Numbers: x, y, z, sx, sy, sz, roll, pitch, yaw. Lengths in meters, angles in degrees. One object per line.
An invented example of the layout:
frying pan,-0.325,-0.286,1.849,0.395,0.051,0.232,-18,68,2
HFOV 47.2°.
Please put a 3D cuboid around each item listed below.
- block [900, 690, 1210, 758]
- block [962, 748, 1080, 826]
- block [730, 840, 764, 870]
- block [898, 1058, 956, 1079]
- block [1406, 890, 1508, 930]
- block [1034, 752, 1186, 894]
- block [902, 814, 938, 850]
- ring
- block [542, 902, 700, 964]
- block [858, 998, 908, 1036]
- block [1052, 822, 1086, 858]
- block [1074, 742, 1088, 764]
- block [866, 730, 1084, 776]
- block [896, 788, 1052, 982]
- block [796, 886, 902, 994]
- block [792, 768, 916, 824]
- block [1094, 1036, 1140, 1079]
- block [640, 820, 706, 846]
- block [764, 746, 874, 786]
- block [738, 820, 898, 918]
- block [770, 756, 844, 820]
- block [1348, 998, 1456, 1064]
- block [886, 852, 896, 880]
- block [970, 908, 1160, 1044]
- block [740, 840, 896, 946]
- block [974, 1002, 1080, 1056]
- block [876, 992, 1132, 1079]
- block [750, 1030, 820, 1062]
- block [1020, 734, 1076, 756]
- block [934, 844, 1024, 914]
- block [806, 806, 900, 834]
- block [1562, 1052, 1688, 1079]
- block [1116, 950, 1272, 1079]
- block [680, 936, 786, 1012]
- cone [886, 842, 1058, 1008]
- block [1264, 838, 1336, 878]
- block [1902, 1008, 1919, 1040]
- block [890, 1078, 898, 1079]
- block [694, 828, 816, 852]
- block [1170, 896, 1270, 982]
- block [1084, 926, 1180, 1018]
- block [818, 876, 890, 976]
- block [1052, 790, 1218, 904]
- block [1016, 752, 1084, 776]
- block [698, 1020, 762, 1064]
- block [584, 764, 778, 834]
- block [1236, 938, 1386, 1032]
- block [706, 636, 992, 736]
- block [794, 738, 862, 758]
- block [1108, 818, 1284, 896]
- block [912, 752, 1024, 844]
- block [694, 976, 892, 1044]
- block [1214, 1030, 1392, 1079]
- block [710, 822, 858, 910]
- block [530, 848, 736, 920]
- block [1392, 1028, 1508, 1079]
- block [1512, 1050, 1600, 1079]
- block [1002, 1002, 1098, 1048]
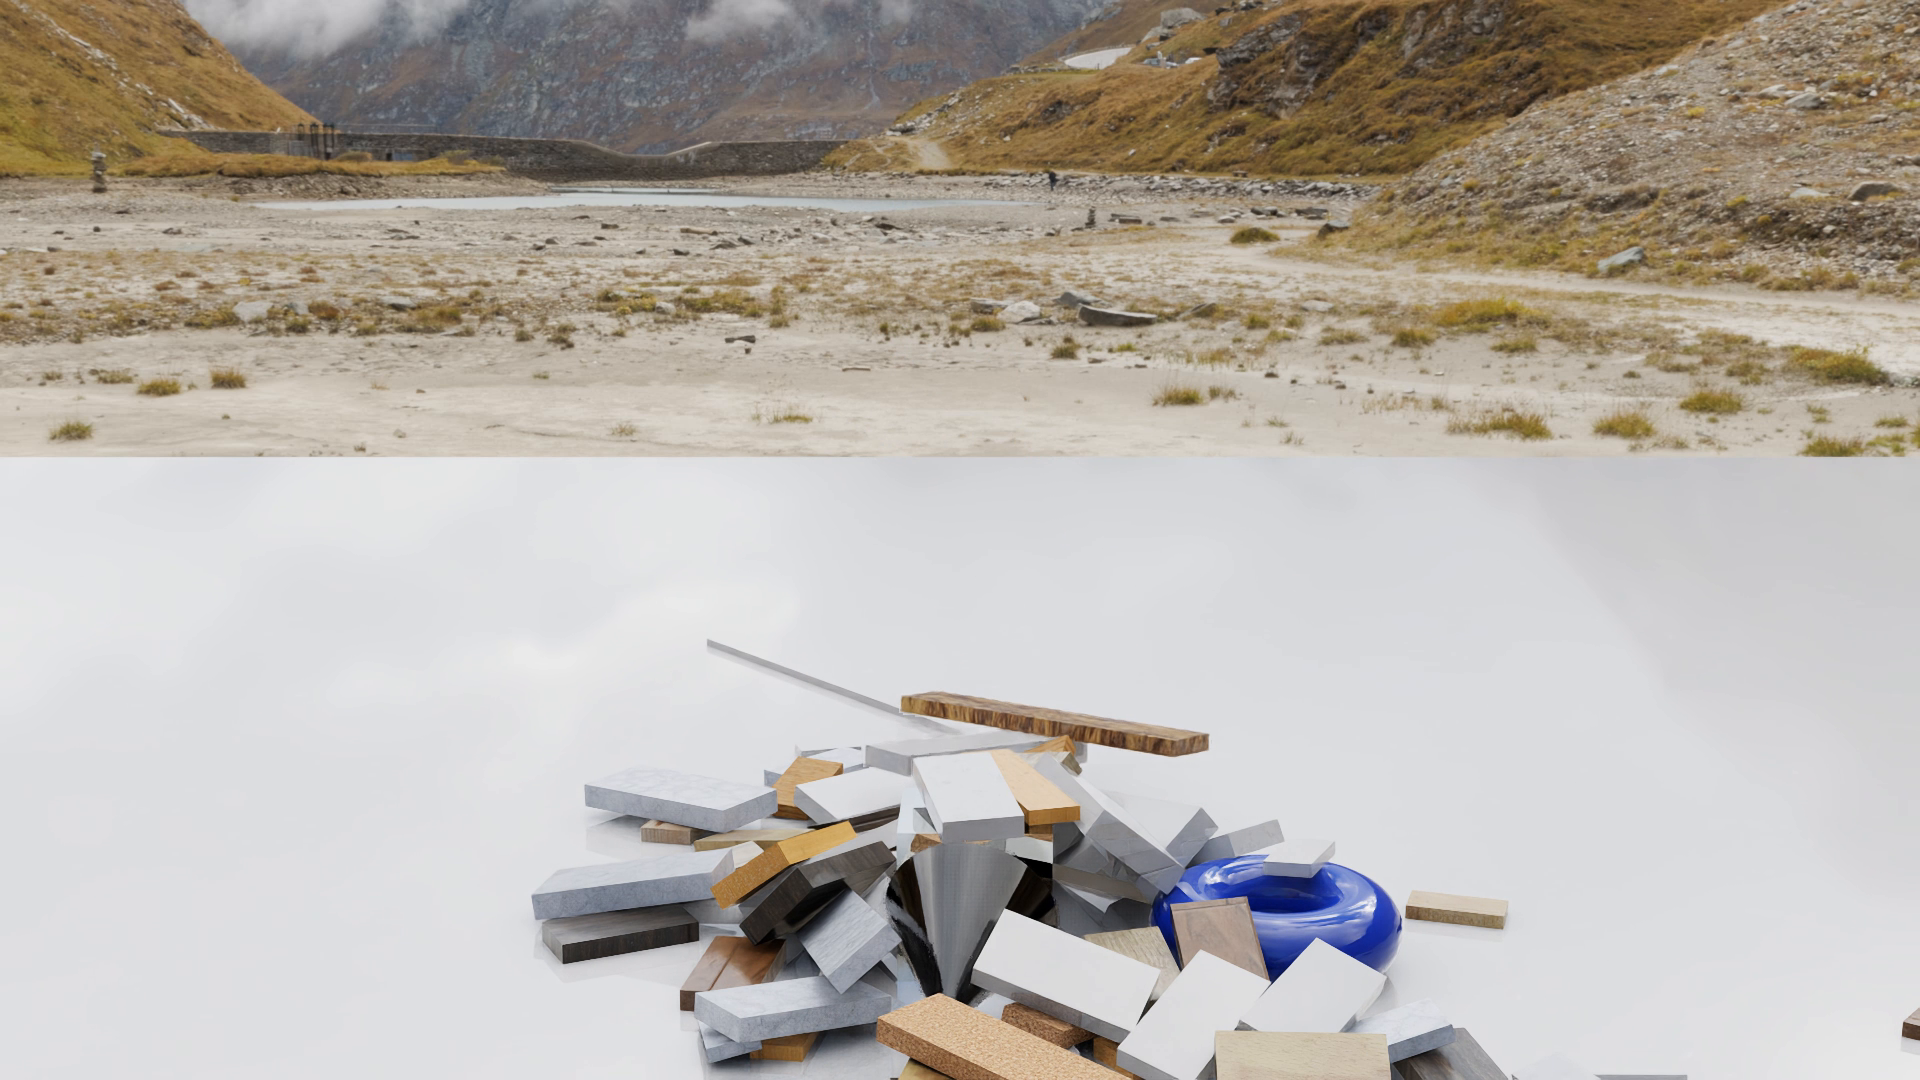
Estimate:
block,0.170,0.350,4.224,0.672,0.031,0.110,5,6,41
block,0.091,0.385,3.448,0.081,0.023,0.327,-3,11,-18
block,-0.423,0.558,3.681,0.200,0.027,0.097,-14,15,-22
block,-0.054,0.743,2.639,0.122,0.035,0.521,1,12,12
block,0.805,0.599,3.563,0.155,0.022,0.077,4,11,19
block,0.227,0.441,3.461,0.167,0.047,0.335,38,0,-16
block,-0.031,0.495,3.898,0.131,0.037,0.263,-32,2,17
ring,0.479,0.586,3.348,0.384,0.128,0.384,-1,11,0
block,-0.533,0.614,3.452,0.220,0.031,0.110,-5,12,-26
block,-0.121,0.676,3.149,0.074,0.021,0.148,-8,13,-36
block,0.129,0.477,3.823,0.167,0.047,0.335,-35,12,10
block,0.111,0.418,4.255,0.136,0.039,0.273,5,6,40
block,0.031,0.392,4.097,0.414,0.037,0.131,-2,6,-37
block,0.024,0.526,3.381,0.231,0.231,0.231,0,11,1
block,-0.168,0.579,3.212,0.110,0.031,0.442,-40,5,-9
block,-0.164,0.477,4.083,0.263,0.037,0.131,-9,29,-40
block,0.287,0.696,3.028,0.185,0.026,0.093,-6,12,-31
block,-0.504,0.513,4.014,0.093,0.026,0.185,3,11,14
block,-0.266,0.453,4.320,0.110,0.031,0.221,9,14,41
block,-0.208,0.540,3.616,0.140,0.040,0.334,-39,-13,32
block,-0.297,0.467,4.146,0.093,0.026,0.185,7,23,18
block,0.567,0.678,2.981,0.185,0.026,0.093,-17,12,-4
block,-0.061,0.541,3.576,0.023,0.081,0.163,-45,16,-33
block,0.146,0.602,3.030,0.234,0.033,0.117,20,42,13
block,-0.218,0.548,3.430,0.040,0.140,0.280,50,19,16
block,0.088,0.691,3.049,0.096,0.027,0.193,-3,11,-16
block,0.351,0.744,2.550,1.157,0.033,0.117,14,17,41
block,-0.239,0.689,3.081,0.074,0.021,0.148,2,11,10
block,0.129,0.423,3.771,0.110,0.031,0.221,-25,20,22
block,0.030,0.552,3.609,0.081,0.023,0.163,-15,18,38
block,-0.162,0.495,3.873,0.194,0.027,0.097,-8,-7,-38
block,0.889,0.712,2.953,0.151,0.021,0.076,0,11,0
block,0.318,0.654,2.976,0.112,0.032,0.223,21,39,28
block,-0.336,0.647,3.278,0.110,0.031,0.220,1,11,7
cone,-0.005,0.609,3.113,0.256,0.256,0.256,2,28,10
block,0.531,0.496,3.436,0.076,0.021,0.151,0,7,23
block,1.407,0.691,3.067,0.155,0.022,0.077,9,14,40
block,-0.060,0.733,2.851,0.064,0.018,0.129,0,11,0
block,-0.356,0.527,3.824,0.194,0.027,0.097,-6,2,33
block,0.372,0.600,3.118,0.113,0.032,0.225,-6,34,-2
block,0.252,0.622,3.147,0.113,0.032,0.225,-6,16,-6
block,-0.150,0.598,3.334,0.117,0.033,0.234,-44,5,10
block,0.271,0.499,3.611,0.167,0.047,0.335,-45,17,-19
block,0.061,0.465,3.655,0.149,0.042,0.298,-9,30,51
block,-0.321,0.681,3.049,0.074,0.021,0.148,-14,8,-10
block,-0.513,0.473,4.035,0.338,0.042,0.149,5,12,34
block,0.481,0.638,3.010,0.112,0.032,0.231,27,34,25
block,-0.211,0.346,4.937,0.063,0.018,1.316,-8,13,-36
block,-0.270,0.427,4.498,0.125,0.018,0.063,-3,11,-16
block,0.380,0.520,3.596,0.136,0.039,0.277,-7,-14,-47
block,0.010,0.388,3.333,0.122,0.035,0.245,-4,18,-11
block,-0.232,0.649,3.058,0.245,0.035,0.122,0,6,-36
block,0.445,0.696,2.858,0.223,0.032,0.112,1,44,3
block,-0.280,0.525,3.565,0.140,0.040,0.280,-35,-11,17
block,-0.527,0.557,3.563,0.298,0.042,0.149,-8,6,7
block,0.655,0.711,2.928,0.112,0.032,0.225,-1,11,-7
block,0.793,0.718,2.861,0.076,0.021,0.151,-21,16,-14
block,0.147,0.664,3.064,0.096,0.027,0.193,17,7,30
